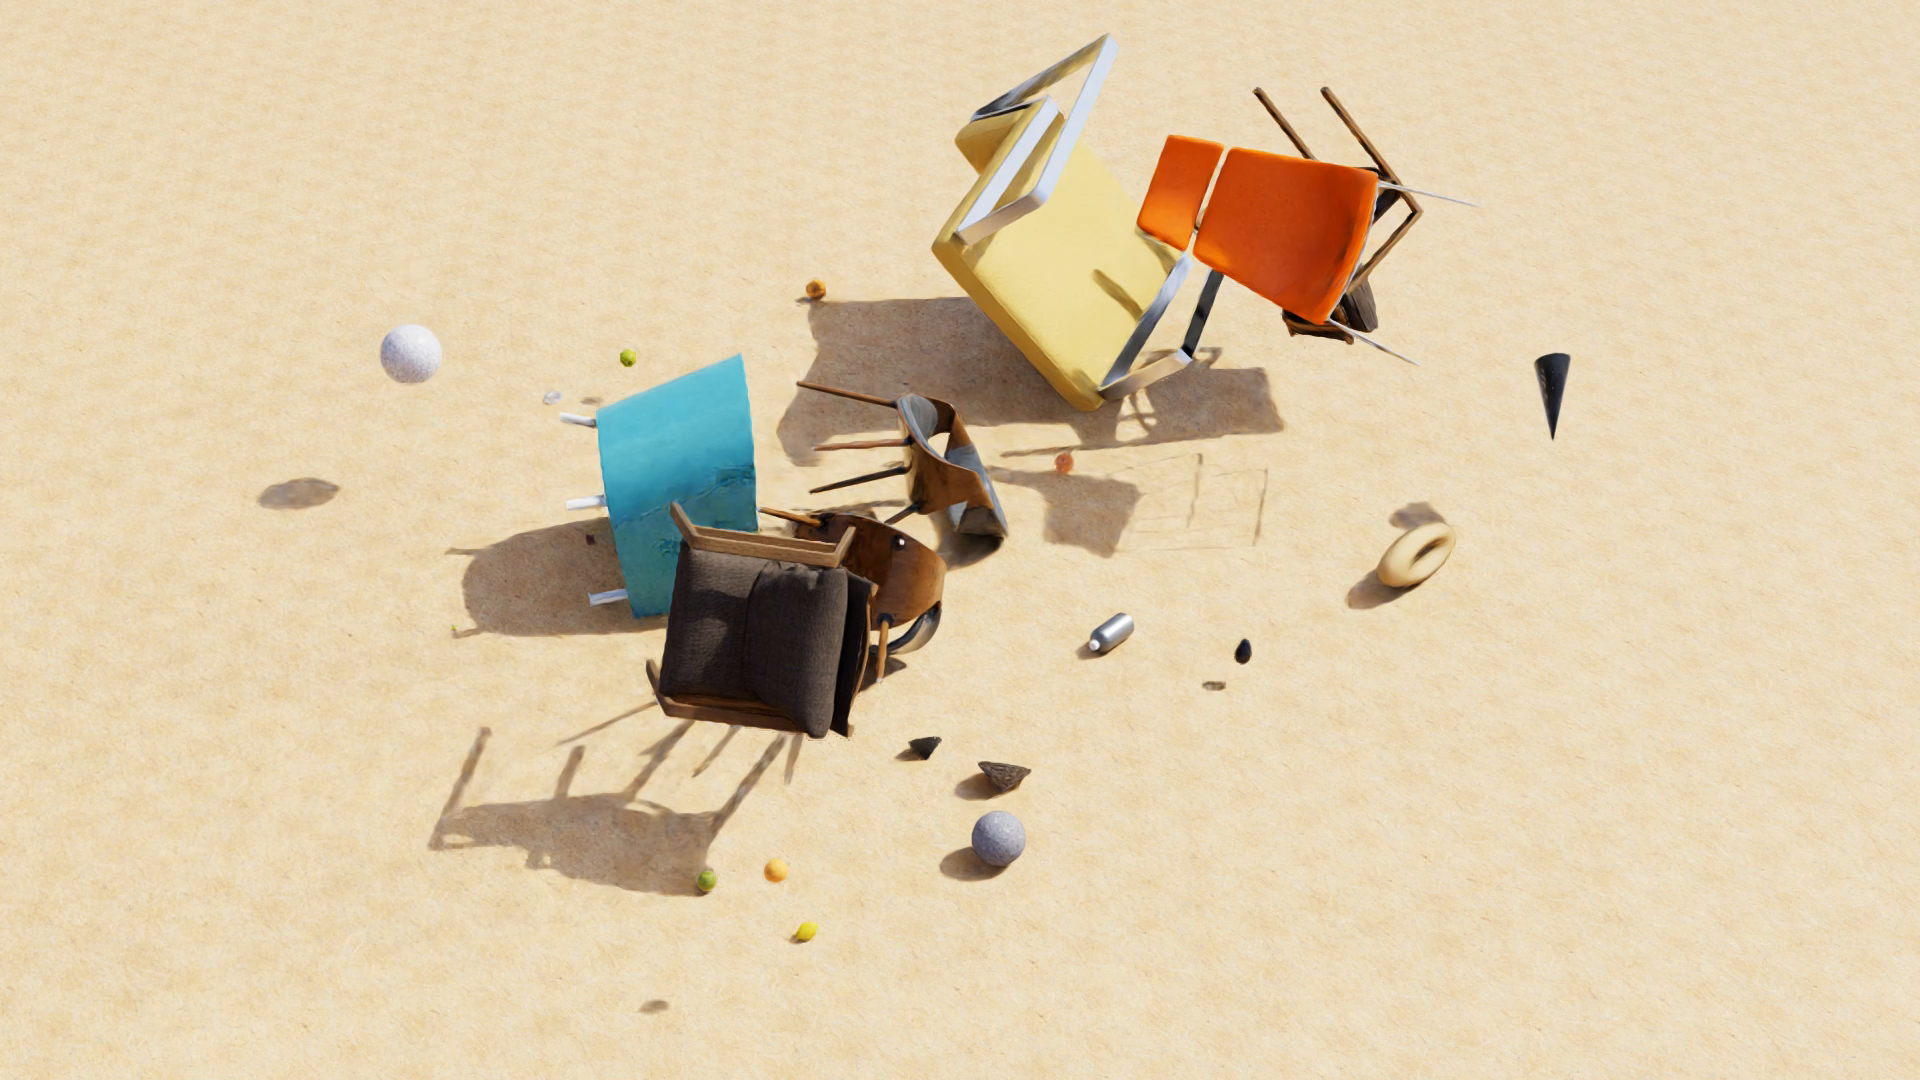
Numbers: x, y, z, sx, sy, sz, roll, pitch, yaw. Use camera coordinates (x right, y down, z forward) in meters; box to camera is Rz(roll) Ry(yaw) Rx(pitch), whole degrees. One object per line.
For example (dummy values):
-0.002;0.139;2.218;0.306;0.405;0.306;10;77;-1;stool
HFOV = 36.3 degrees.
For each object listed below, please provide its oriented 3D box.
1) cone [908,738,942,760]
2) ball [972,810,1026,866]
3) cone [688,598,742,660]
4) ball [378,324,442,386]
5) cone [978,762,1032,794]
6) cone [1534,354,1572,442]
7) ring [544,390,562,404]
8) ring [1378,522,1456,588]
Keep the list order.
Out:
-0.115;0.708;9.832;0.119;0.107;0.067;-8;72;6;cone
0.123;0.950;9.343;0.175;0.175;0.175;0;33;0;ball
-0.882;0.355;10.161;0.158;0.238;0.234;8;25;27;cone
-2.067;-0.698;11.027;0.234;0.234;0.234;0;33;0;ball
0.141;0.795;9.678;0.188;0.094;0.181;1;-14;35;cone
2.195;-0.510;10.864;0.129;0.217;0.317;4;77;-6;cone
-1.636;-0.576;11.797;0.071;0.024;0.096;-1;33;0;ring
1.668;0.054;10.699;0.108;0.184;0.483;9;25;38;ring
